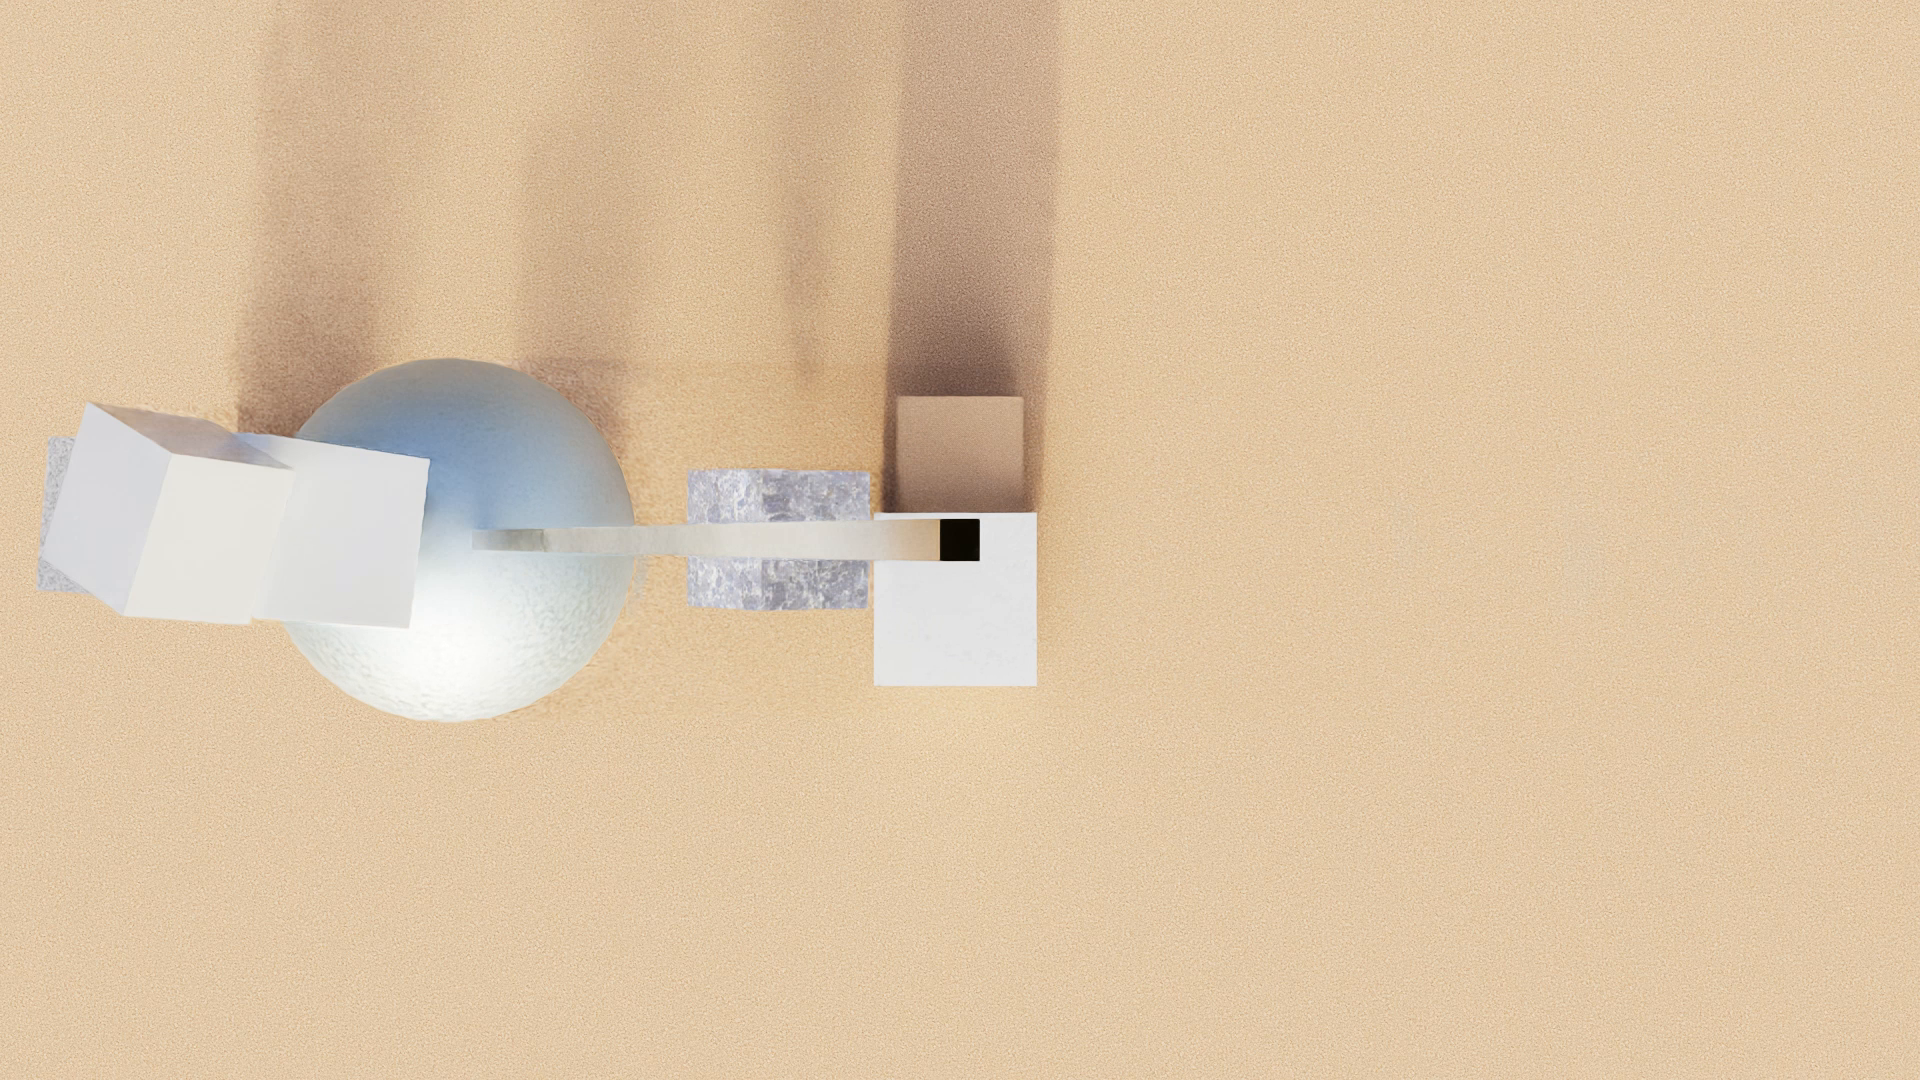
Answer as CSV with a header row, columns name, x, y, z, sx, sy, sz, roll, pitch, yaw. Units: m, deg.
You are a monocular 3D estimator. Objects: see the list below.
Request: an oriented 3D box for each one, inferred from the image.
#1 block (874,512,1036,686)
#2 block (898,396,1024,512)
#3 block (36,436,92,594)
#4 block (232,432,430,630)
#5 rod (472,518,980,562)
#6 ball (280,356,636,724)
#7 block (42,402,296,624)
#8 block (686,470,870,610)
name,x,y,z,sx,sy,sz,roll,pitch,yaw
block,-0.026,0.330,12.607,0.904,0.787,0.960,0,90,0
block,0.003,-0.485,12.710,0.708,0.580,0.652,0,90,0
block,-4.006,-0.097,10.809,0.761,0.657,0.754,2,87,39
block,-2.605,-0.042,8.467,0.706,0.747,0.665,5,88,36
rod,-0.966,0.000,6.487,0.080,5.200,0.080,0,90,-22
ball,-2.229,0.000,9.643,1.600,1.600,1.600,0,90,0
block,-2.824,-0.093,7.852,0.565,0.506,0.592,25,100,35
block,-1.010,-0.006,12.216,0.729,0.709,0.756,0,91,-40
